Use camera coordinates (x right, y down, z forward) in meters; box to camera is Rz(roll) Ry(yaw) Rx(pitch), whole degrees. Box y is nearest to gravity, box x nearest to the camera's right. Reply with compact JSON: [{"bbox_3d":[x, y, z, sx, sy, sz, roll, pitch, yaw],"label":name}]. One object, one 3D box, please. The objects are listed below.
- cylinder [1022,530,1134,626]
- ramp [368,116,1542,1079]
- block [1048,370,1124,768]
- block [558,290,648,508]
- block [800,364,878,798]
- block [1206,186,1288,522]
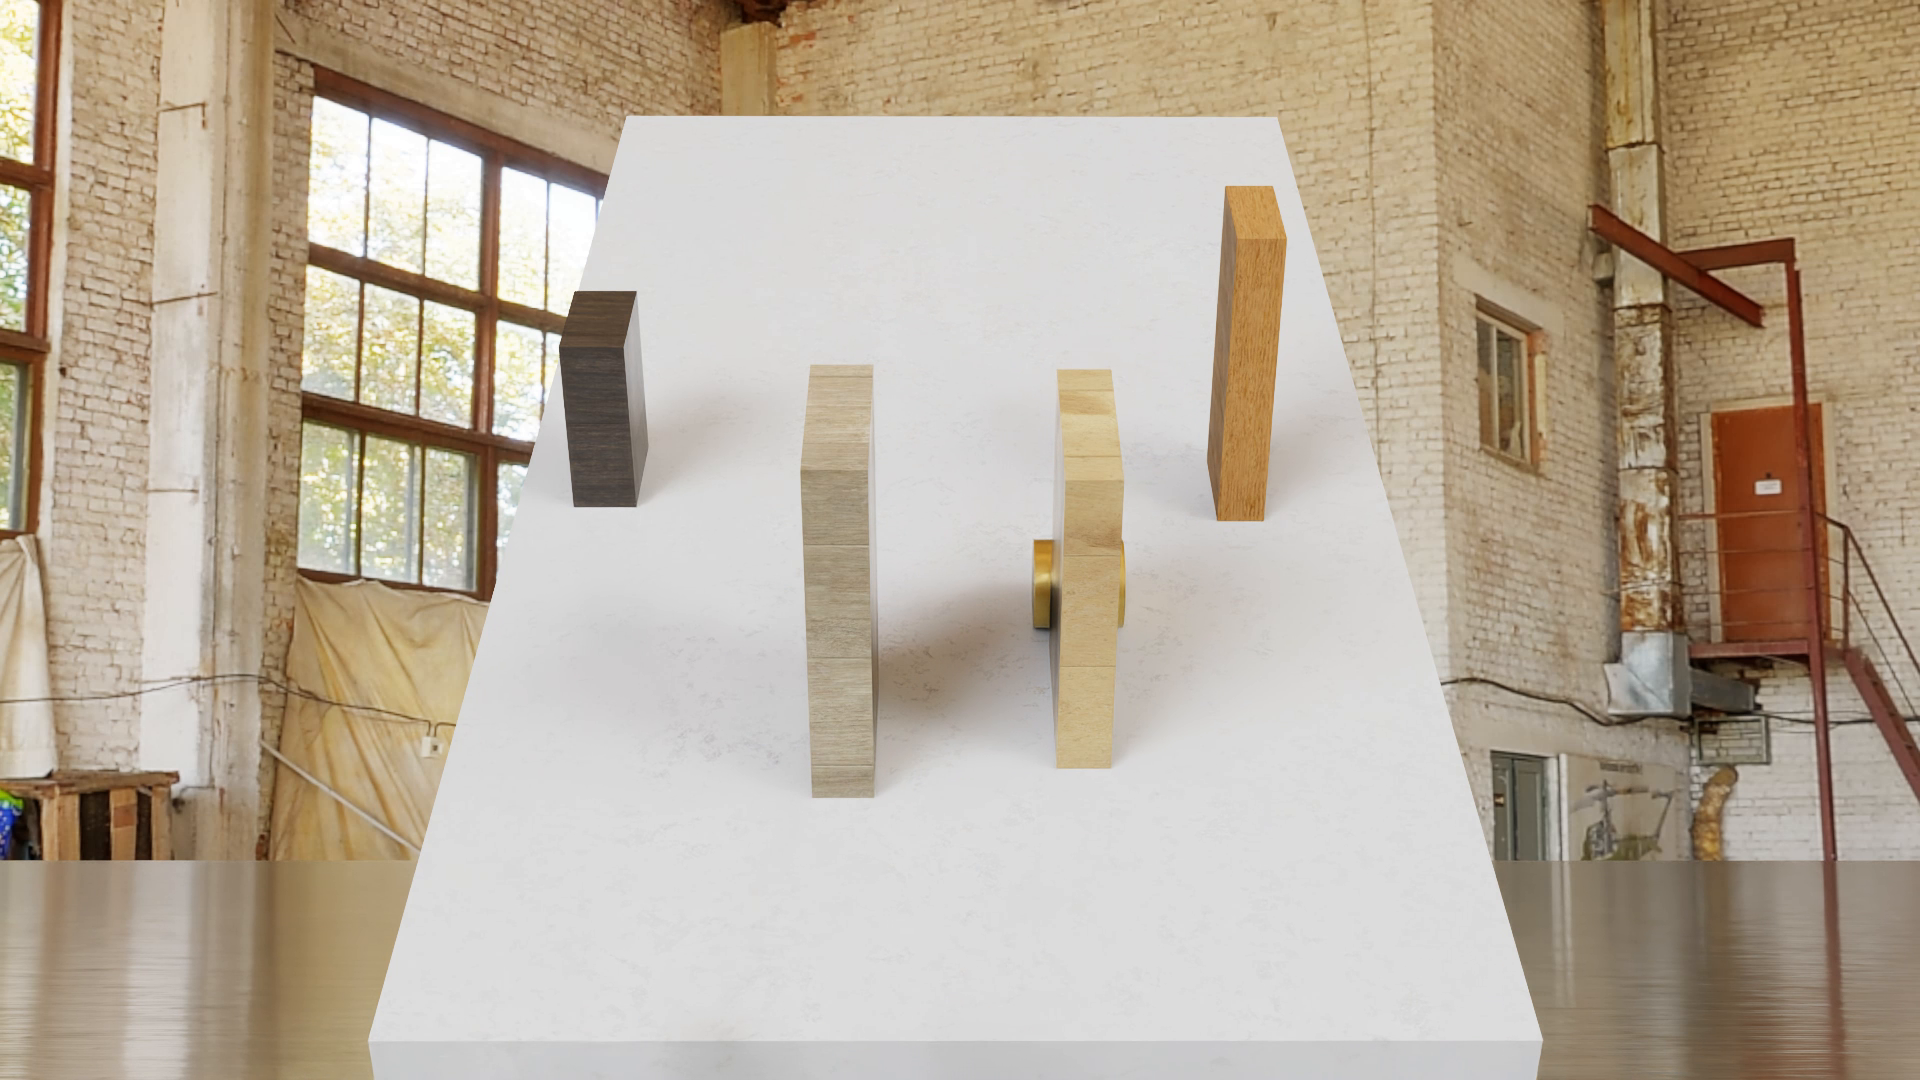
[{"bbox_3d":[0.249,0.092,5.193,0.189,0.189,0.189,14,-10,-9],"label":"cylinder"},{"bbox_3d":[-0.015,-0.183,5.889,2.000,0.100,4.000,0,33,0],"label":"ramp"},{"bbox_3d":[0.243,0.057,4.809,0.107,0.661,0.420,0,33,0],"label":"block"},{"bbox_3d":[-0.813,-0.323,5.625,0.143,0.415,0.274,0,33,0],"label":"block"},{"bbox_3d":[-0.225,0.082,4.696,0.120,0.737,0.390,0,33,0],"label":"block"},{"bbox_3d":[0.639,-0.413,5.504,0.106,0.707,0.271,0,33,0],"label":"block"}]
